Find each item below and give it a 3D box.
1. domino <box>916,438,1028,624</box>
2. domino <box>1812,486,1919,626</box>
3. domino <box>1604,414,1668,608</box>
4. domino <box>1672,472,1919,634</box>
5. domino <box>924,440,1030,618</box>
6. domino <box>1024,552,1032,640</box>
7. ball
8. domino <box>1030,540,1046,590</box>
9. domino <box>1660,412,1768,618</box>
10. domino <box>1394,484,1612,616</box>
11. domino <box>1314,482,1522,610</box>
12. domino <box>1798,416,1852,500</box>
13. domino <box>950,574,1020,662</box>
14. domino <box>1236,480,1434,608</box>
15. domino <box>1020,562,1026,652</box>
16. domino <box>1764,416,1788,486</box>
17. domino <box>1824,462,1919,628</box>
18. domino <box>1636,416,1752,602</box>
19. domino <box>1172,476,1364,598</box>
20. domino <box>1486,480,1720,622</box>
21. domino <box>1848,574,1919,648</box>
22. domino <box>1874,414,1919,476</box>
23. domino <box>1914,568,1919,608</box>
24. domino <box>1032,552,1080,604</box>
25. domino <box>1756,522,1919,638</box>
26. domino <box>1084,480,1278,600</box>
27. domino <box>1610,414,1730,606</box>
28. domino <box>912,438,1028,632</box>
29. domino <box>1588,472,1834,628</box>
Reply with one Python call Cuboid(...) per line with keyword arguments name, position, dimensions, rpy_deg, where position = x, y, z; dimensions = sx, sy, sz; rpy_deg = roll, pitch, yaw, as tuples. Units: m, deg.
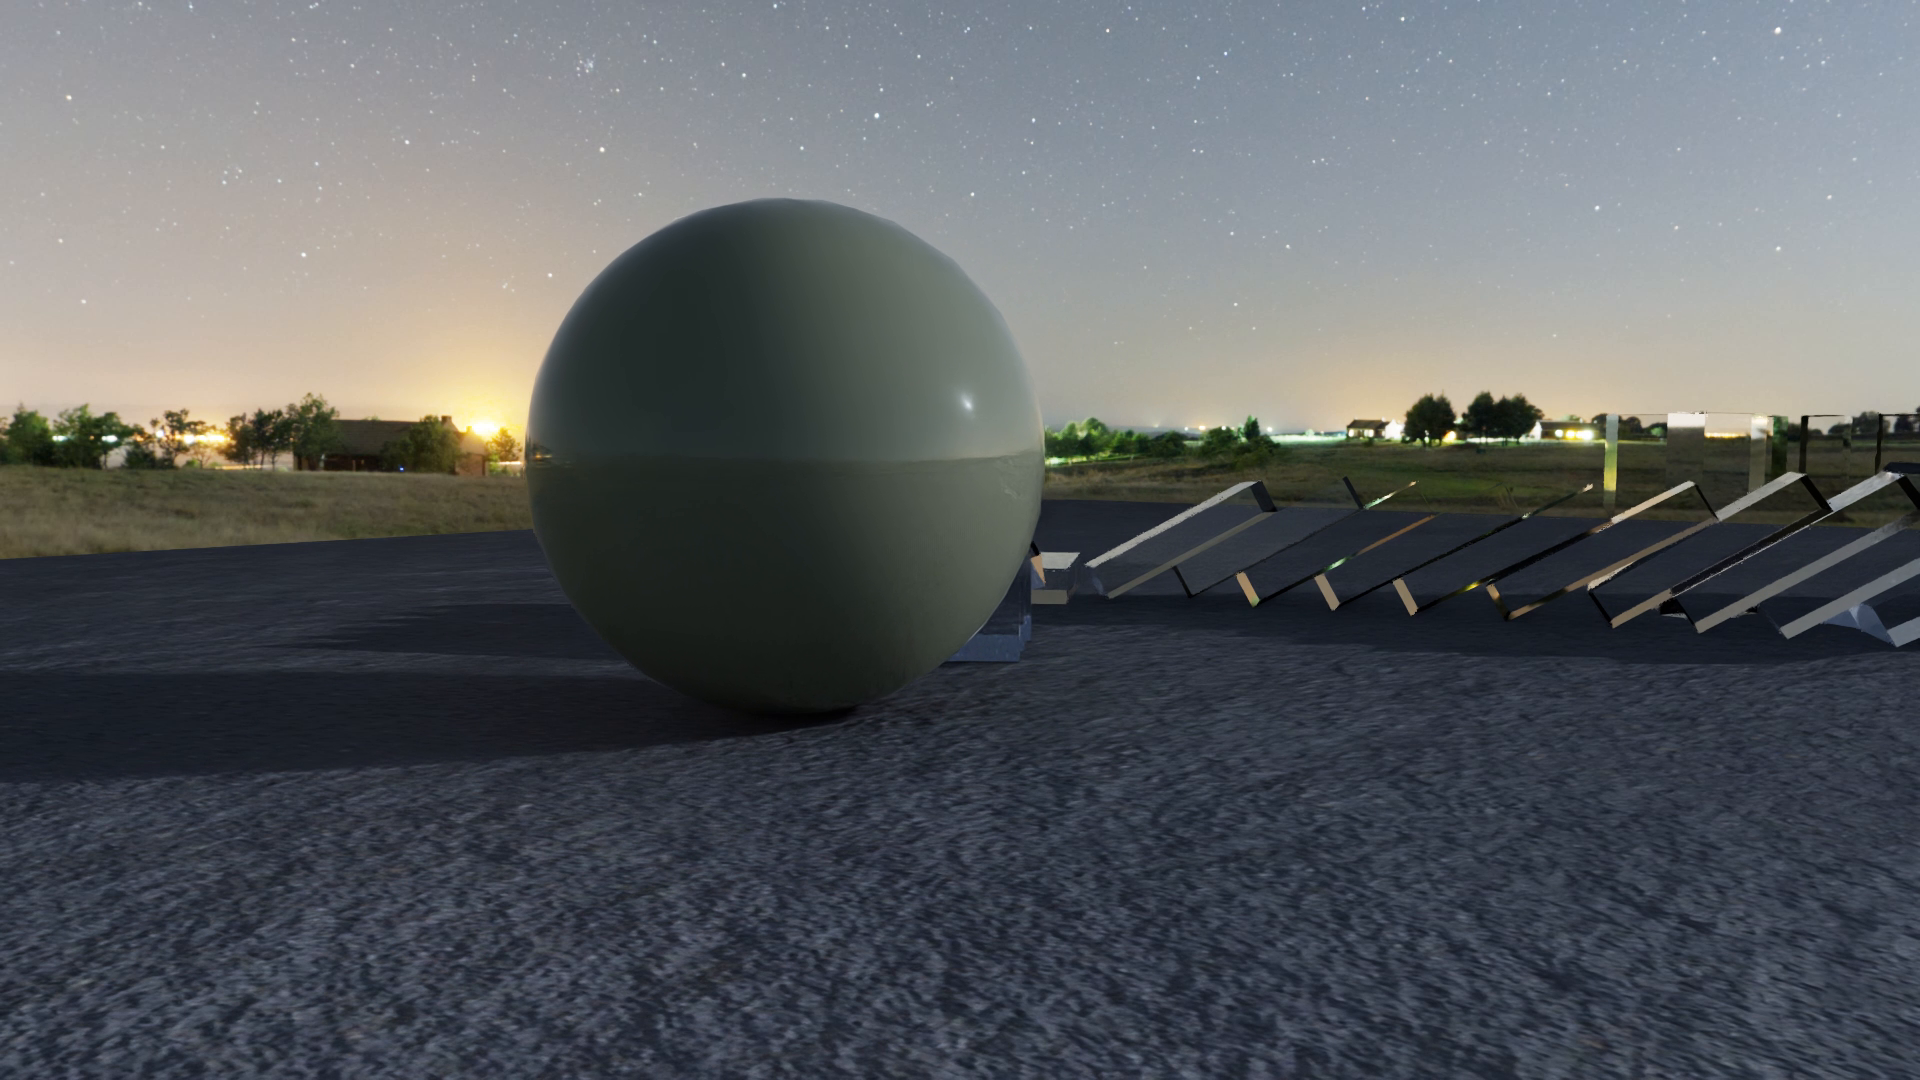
Cuboid(name="domino", position=(0.004, -0.003, 0.314), dimensions=(0.025, 0.050, 0.009), rpy_deg=(0, -37, 4))
Cuboid(name="domino", position=(0.237, 0.000, 0.312), dimensions=(0.050, 0.010, 0.025), rpy_deg=(-38, 11, -9))
Cuboid(name="domino", position=(0.183, -0.008, 0.335), dimensions=(0.025, 0.050, 0.009), rpy_deg=(1, 4, 10))
Cuboid(name="domino", position=(0.187, 0.003, 0.288), dimensions=(0.050, 0.009, 0.025), rpy_deg=(-36, -11, 25))
Cuboid(name="domino", position=(0.005, -0.004, 0.327), dimensions=(0.025, 0.050, 0.010), rpy_deg=(0, -38, 4))
Cuboid(name="domino", position=(0.003, -0.001, 0.289), dimensions=(0.025, 0.050, 0.009), rpy_deg=(0, -37, 3))
Cuboid(name="ball", position=(-0.026, -0.013, 0.202), dimensions=(0.080, 0.080, 0.080), rpy_deg=(0, 4, 0))
Cuboid(name="domino", position=(0.004, -0.001, 0.348), dimensions=(0.025, 0.010, 0.050), rpy_deg=(-13, 30, -7))
Cuboid(name="domino", position=(0.188, -0.006, 0.319), dimensions=(0.025, 0.050, 0.009), rpy_deg=(-2, 5, -28))
Cuboid(name="domino", position=(0.135, 0.002, 0.319), dimensions=(0.050, 0.010, 0.025), rpy_deg=(-30, -9, 24))
Cuboid(name="domino", position=(0.117, 0.001, 0.328), dimensions=(0.050, 0.009, 0.025), rpy_deg=(-30, -8, 22))
Cuboid(name="domino", position=(0.236, -0.009, 0.351), dimensions=(0.010, 0.050, 0.025), rpy_deg=(3, 5, 39))
Cuboid(name="domino", position=(0.000, 0.001, 0.263), dimensions=(0.025, 0.050, 0.010), rpy_deg=(0, -37, 4))
Cuboid(name="domino", position=(0.099, 0.001, 0.337), dimensions=(0.050, 0.009, 0.025), rpy_deg=(-29, -6, 19))
Cuboid(name="domino", position=(0.002, 0.000, 0.276), dimensions=(0.025, 0.050, 0.009), rpy_deg=(0, -37, 4))
Cuboid(name="domino", position=(0.222, -0.009, 0.360), dimensions=(0.010, 0.050, 0.025), rpy_deg=(2, 5, 20))
Cuboid(name="domino", position=(0.221, 0.000, 0.310), dimensions=(0.050, 0.010, 0.025), rpy_deg=(-38, 12, -7))
Cuboid(name="domino", position=(0.203, -0.009, 0.356), dimensions=(0.009, 0.050, 0.025), rpy_deg=(-3, 5, -32))
Cuboid(name="domino", position=(0.082, -0.001, 0.345), dimensions=(0.050, 0.010, 0.025), rpy_deg=(-29, -6, 12))
Cuboid(name="domino", position=(0.153, 0.003, 0.308), dimensions=(0.050, 0.009, 0.025), rpy_deg=(-32, -10, 25))
Cuboid(name="domino", position=(0.219, 0.005, 0.272), dimensions=(0.050, 0.009, 0.025), rpy_deg=(-30, -7, 20))
Cuboid(name="domino", position=(0.251, -0.008, 0.344), dimensions=(0.010, 0.050, 0.025), rpy_deg=(5, 6, 39))
Cuboid(name="domino", position=(0.274, 0.012, 0.345), dimensions=(0.025, 0.010, 0.050), rpy_deg=(3, 5, 39))
Cuboid(name="domino", position=(0.020, 0.010, 0.367), dimensions=(0.025, 0.010, 0.050), rpy_deg=(1, 4, 10))
Cuboid(name="domino", position=(0.202, 0.004, 0.282), dimensions=(0.050, 0.009, 0.025), rpy_deg=(-35, -11, 23))
Cuboid(name="domino", position=(0.060, 0.000, 0.351), dimensions=(0.050, 0.009, 0.025), rpy_deg=(-28, 1, 0))
Cuboid(name="domino", position=(0.192, -0.009, 0.348), dimensions=(0.010, 0.050, 0.025), rpy_deg=(-4, 6, -43))
Cuboid(name="domino", position=(0.003, -0.002, 0.301), dimensions=(0.025, 0.050, 0.010), rpy_deg=(0, -37, 4))
Cuboid(name="domino", position=(0.172, 0.002, 0.298), dimensions=(0.050, 0.010, 0.025), rpy_deg=(-35, -11, 24))
